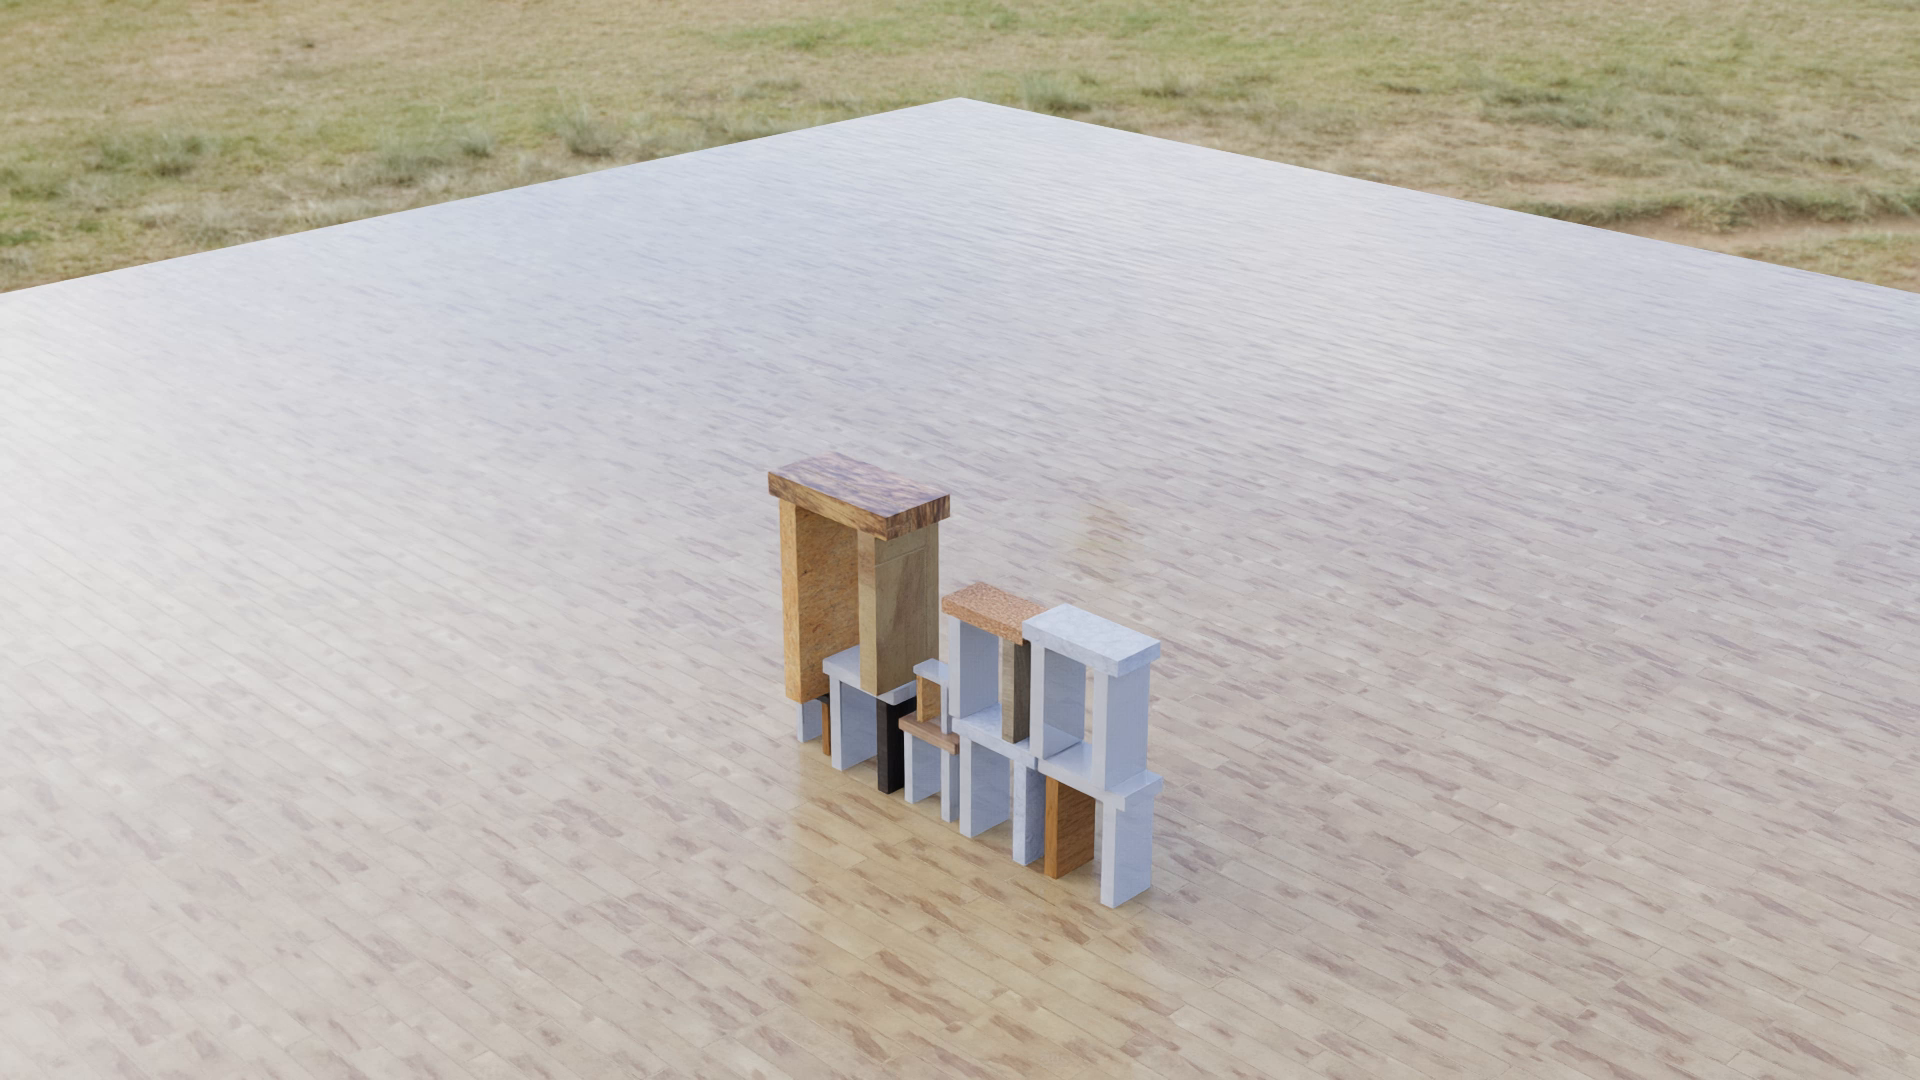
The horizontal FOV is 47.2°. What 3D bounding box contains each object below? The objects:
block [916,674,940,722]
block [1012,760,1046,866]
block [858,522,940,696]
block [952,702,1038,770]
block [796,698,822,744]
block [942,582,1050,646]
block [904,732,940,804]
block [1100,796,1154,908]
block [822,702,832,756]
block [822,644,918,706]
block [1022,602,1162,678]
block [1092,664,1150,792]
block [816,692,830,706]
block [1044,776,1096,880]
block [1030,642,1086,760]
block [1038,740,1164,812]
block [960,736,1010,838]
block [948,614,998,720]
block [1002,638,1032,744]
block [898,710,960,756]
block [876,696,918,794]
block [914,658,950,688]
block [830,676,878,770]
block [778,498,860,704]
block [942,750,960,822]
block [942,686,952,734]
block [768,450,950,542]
[{"bbox_3d":[-0.062,0.311,4.426,0.015,0.104,0.052,21,31,41],"label":"block"},{"bbox_3d":[0.153,0.512,4.272,0.110,0.221,0.031,-21,31,-41],"label":"block"},{"bbox_3d":[-0.122,0.122,4.404,0.174,0.347,0.049,-21,31,-41],"label":"block"},{"bbox_3d":[0.102,0.376,4.271,0.221,0.031,0.110,21,31,41],"label":"block"},{"bbox_3d":[-0.322,0.369,4.733,0.018,0.124,0.062,21,31,41],"label":"block"},{"bbox_3d":[0.078,0.139,4.199,0.108,0.030,0.215,-21,31,-41],"label":"block"},{"bbox_3d":[-0.076,0.451,4.492,0.023,0.160,0.080,21,31,41],"label":"block"},{"bbox_3d":[0.314,0.574,4.131,0.031,0.217,0.108,21,31,41],"label":"block"},{"bbox_3d":[-0.264,0.392,4.679,0.062,0.124,0.018,-21,31,-41],"label":"block"},{"bbox_3d":[-0.171,0.276,4.526,0.213,0.030,0.107,21,31,41],"label":"block"},{"bbox_3d":[0.240,0.183,4.039,0.118,0.033,0.236,-21,31,-41],"label":"block"},{"bbox_3d":[0.295,0.330,4.041,0.033,0.240,0.118,21,31,41],"label":"block"},{"bbox_3d":[-0.294,0.315,4.678,0.062,0.018,0.124,-21,31,-40],"label":"block"},{"bbox_3d":[0.212,0.534,4.226,0.031,0.217,0.108,21,31,41],"label":"block"},{"bbox_3d":[0.185,0.285,4.143,0.033,0.236,0.118,21,31,40],"label":"block"},{"bbox_3d":[0.263,0.440,4.130,0.217,0.031,0.108,21,31,41],"label":"block"},{"bbox_3d":[0.049,0.471,4.368,0.110,0.221,0.031,-21,31,-41],"label":"block"},{"bbox_3d":[0.027,0.232,4.293,0.030,0.215,0.108,21,31,41],"label":"block"},{"bbox_3d":[0.129,0.272,4.200,0.030,0.215,0.108,21,31,41],"label":"block"},{"bbox_3d":[-0.039,0.382,4.421,0.160,0.023,0.080,21,31,41],"label":"block"},{"bbox_3d":[-0.121,0.407,4.528,0.030,0.213,0.107,21,31,41],"label":"block"},{"bbox_3d":[-0.038,0.266,4.380,0.104,0.015,0.052,21,31,41],"label":"block"},{"bbox_3d":[-0.222,0.368,4.620,0.030,0.213,0.107,21,31,41],"label":"block"},{"bbox_3d":[-0.287,0.105,4.574,0.049,0.449,0.174,21,31,41],"label":"block"},{"bbox_3d":[-0.001,0.481,4.422,0.023,0.160,0.080,21,31,41],"label":"block"},{"bbox_3d":[-0.013,0.330,4.380,0.015,0.104,0.052,21,31,41],"label":"block"},{"bbox_3d":[-0.204,-0.092,4.402,0.347,0.049,0.174,21,31,40],"label":"block"}]
